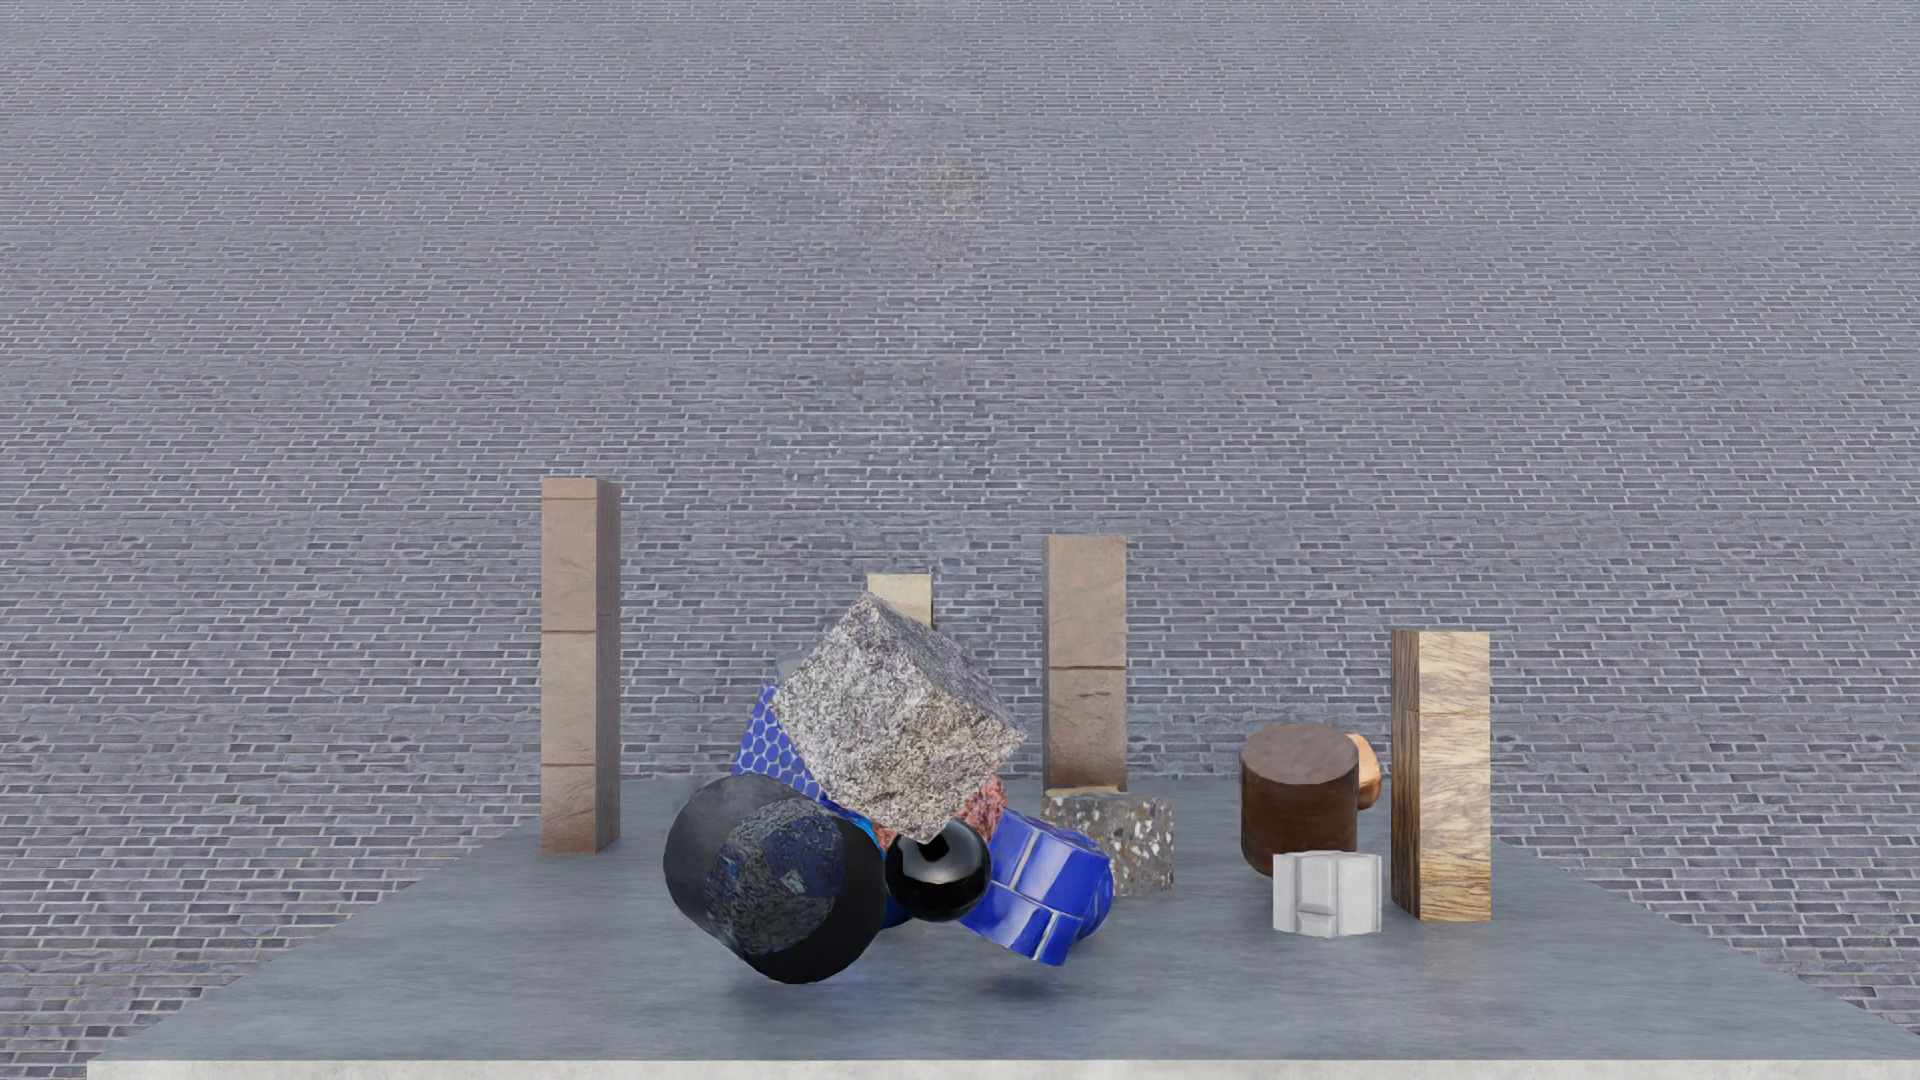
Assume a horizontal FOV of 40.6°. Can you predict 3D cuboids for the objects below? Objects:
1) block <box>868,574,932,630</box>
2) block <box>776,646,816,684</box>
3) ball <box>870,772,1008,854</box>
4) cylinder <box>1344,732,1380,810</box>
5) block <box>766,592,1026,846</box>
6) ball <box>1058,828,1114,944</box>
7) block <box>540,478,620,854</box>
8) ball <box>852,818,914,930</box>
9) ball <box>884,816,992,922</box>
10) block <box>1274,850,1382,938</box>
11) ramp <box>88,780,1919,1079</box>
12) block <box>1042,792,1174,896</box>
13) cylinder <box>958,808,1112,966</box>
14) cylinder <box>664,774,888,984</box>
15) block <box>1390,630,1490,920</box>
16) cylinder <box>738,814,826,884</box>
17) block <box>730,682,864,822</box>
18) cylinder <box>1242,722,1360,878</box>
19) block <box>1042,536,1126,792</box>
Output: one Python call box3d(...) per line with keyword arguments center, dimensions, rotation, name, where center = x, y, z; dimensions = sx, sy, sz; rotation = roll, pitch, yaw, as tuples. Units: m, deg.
box3d(center=(-0.138, 0.348, 6.063), dimensions=(0.142, 0.530, 0.404), rotation=(0, -1, 0), name="block")
box3d(center=(-0.203, 0.222, 3.877), dimensions=(0.117, 0.117, 0.117), rotation=(-12, 3, -2), name="block")
box3d(center=(-0.031, 0.379, 3.645), dimensions=(0.195, 0.195, 0.195), rotation=(0, 33, 0), name="ball")
box3d(center=(0.731, 0.478, 5.201), dimensions=(0.158, 0.158, 0.158), rotation=(-10, 34, -26), name="cylinder")
box3d(center=(-0.073, 0.205, 2.956), dimensions=(0.174, 0.174, 0.174), rotation=(31, 15, -44), name="block")
box3d(center=(0.132, 0.485, 3.625), dimensions=(0.166, 0.166, 0.166), rotation=(0, 33, 0), name="ball")
box3d(center=(-0.737, 0.240, 5.056), dimensions=(0.103, 0.708, 0.353), rotation=(0, -1, 0), name="block")
box3d(center=(-0.120, 0.489, 3.811), dimensions=(0.166, 0.166, 0.166), rotation=(0, 33, 0), name="ball")
box3d(center=(-0.026, 0.396, 3.131), dimensions=(0.130, 0.130, 0.130), rotation=(0, 33, 0), name="ball")
box3d(center=(0.537, 0.516, 3.794), dimensions=(0.110, 0.110, 0.110), rotation=(1, -1, -38), name="block")
box3d(center=(0.073, 0.639, 4.751), dimensions=(2.000, 0.100, 4.000), rotation=(0, -1, 0), name="ramp")
box3d(center=(0.245, 0.503, 4.308), dimensions=(0.154, 0.154, 0.154), rotation=(1, -1, -42), name="block")
box3d(center=(0.093, 0.438, 3.275), dimensions=(0.149, 0.149, 0.149), rotation=(24, -1, 0), name="cylinder")
box3d(center=(-0.229, 0.414, 3.201), dimensions=(0.210, 0.210, 0.210), rotation=(-18, 18, -25), name="cylinder")
box3d(center=(0.745, 0.358, 4.034), dimensions=(0.106, 0.435, 0.258), rotation=(0, -1, 0), name="block")
box3d(center=(-0.246, 0.481, 4.486), dimensions=(0.204, 0.204, 0.204), rotation=(14, 4, 21), name="cylinder")
box3d(center=(-0.208, 0.368, 4.095), dimensions=(0.205, 0.205, 0.205), rotation=(20, 0, 43), name="block")
box3d(center=(0.573, 0.441, 4.374), dimensions=(0.195, 0.195, 0.195), rotation=(-3, 28, 1), name="cylinder")
box3d(center=(0.233, 0.294, 4.933), dimensions=(0.141, 0.597, 0.392), rotation=(0, -1, 0), name="block")
